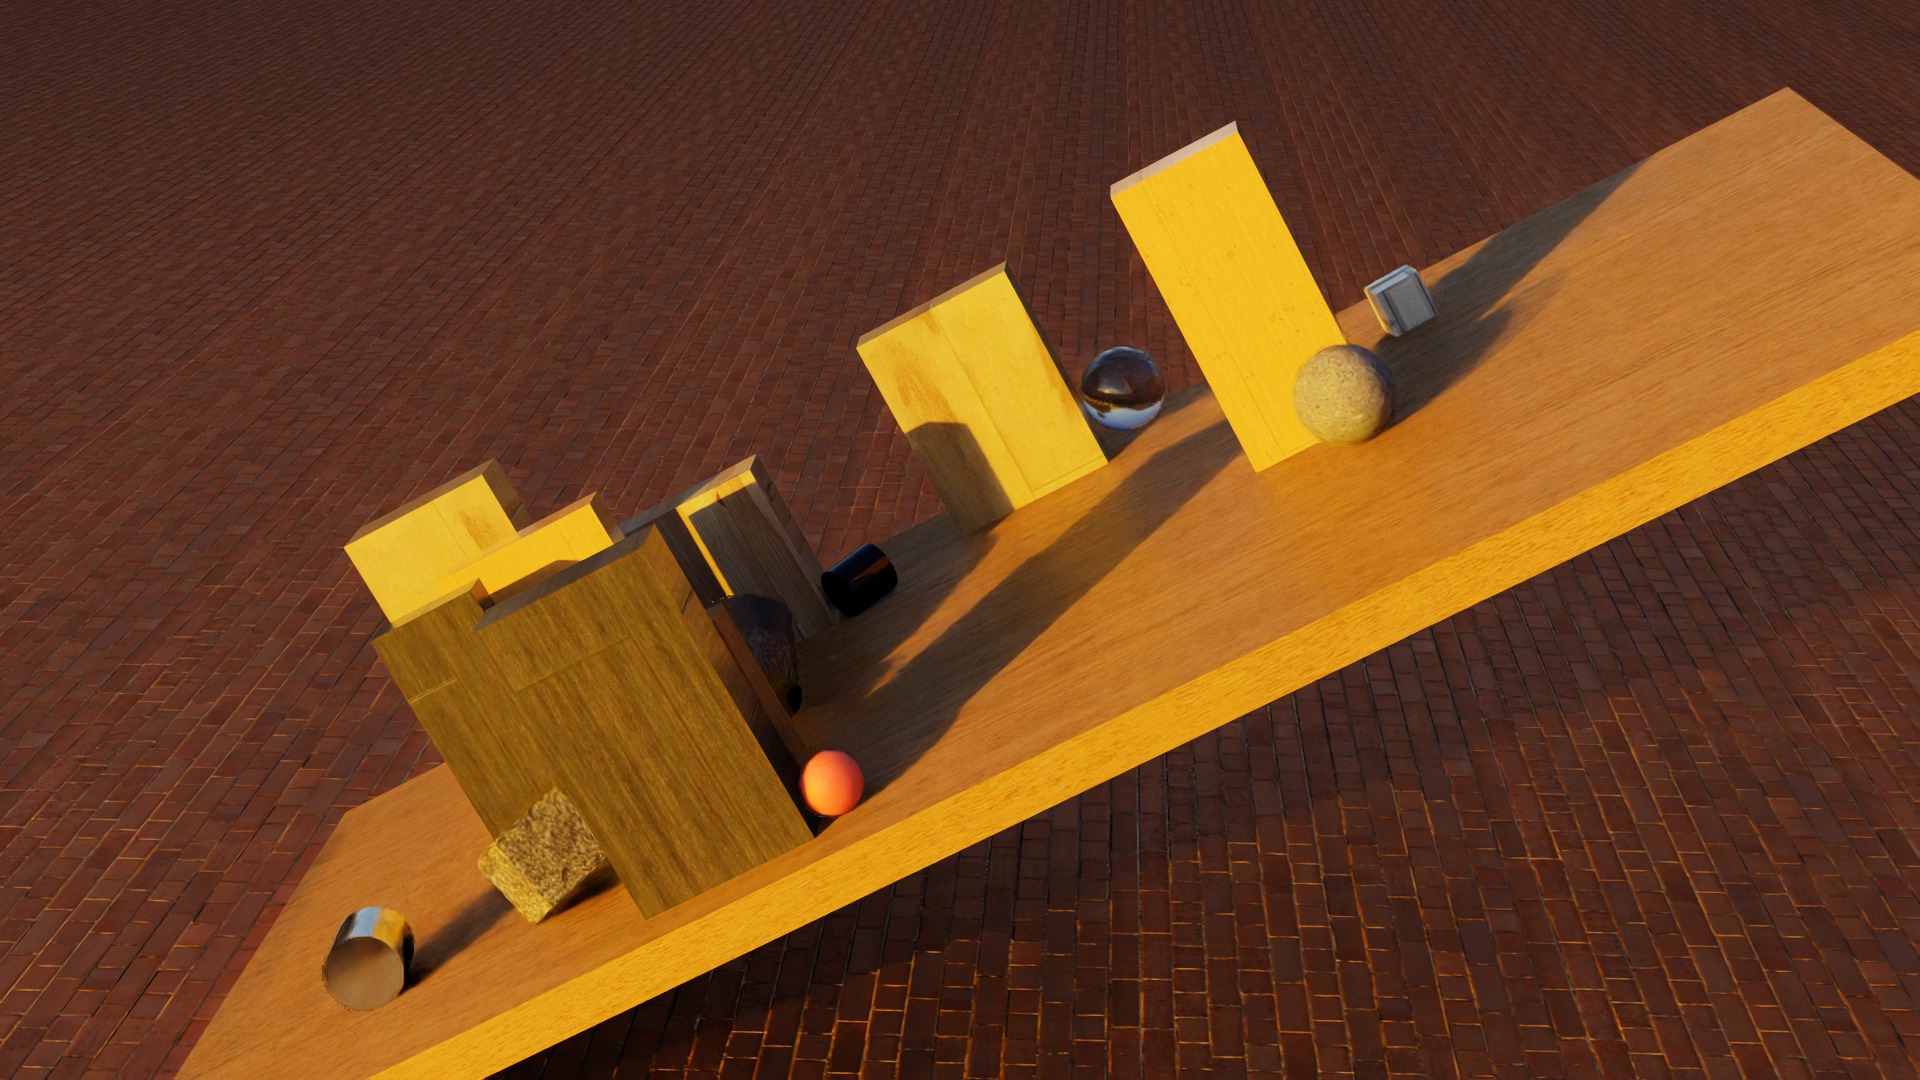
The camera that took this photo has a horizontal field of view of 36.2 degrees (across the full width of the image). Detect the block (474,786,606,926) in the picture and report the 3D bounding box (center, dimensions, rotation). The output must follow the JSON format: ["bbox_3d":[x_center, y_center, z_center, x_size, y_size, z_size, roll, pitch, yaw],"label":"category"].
[{"bbox_3d":[-0.830,0.631,5.871,0.174,0.174,0.174,-43,0,-29],"label":"block"}]

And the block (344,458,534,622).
[{"bbox_3d":[-1.025,0.229,6.623,0.361,0.739,0.140,-27,14,11],"label":"block"}]

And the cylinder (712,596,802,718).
[{"bbox_3d":[-0.453,0.266,6.295,0.210,0.210,0.210,-3,49,-9],"label":"cylinder"}]

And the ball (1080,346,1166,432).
[{"bbox_3d":[0.384,-0.356,6.938,0.200,0.200,0.200,0,18,0],"label":"ball"}]

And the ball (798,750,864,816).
[{"bbox_3d":[-0.243,0.458,5.552,0.124,0.124,0.124,0,18,0],"label":"ball"}]

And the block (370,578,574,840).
[{"bbox_3d":[-0.956,0.403,6.132,0.243,0.615,0.081,-27,14,11],"label":"block"}]

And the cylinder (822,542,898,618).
[{"bbox_3d":[-0.233,0.093,6.814,0.125,0.125,0.125,-37,35,-28],"label":"cylinder"}]

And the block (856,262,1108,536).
[{"bbox_3d":[0.056,-0.330,6.913,0.390,0.518,0.114,-27,14,11],"label":"block"}]

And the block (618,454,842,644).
[{"bbox_3d":[-0.556,0.086,6.870,0.407,0.418,0.136,-27,14,11],"label":"block"}]

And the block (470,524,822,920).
[{"bbox_3d":[-0.584,0.346,5.536,0.370,0.646,0.146,-27,14,11],"label":"block"}]

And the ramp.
[{"bbox_3d":[0.141,0.167,6.282,4.000,0.100,2.000,-27,14,11],"label":"ramp"}]

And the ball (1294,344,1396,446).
[{"bbox_3d":[0.785,-0.296,6.003,0.207,0.207,0.207,0,18,0],"label":"ball"}]

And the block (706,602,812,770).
[{"bbox_3d":[-0.500,0.386,5.681,0.318,0.428,0.108,-27,14,11],"label":"block"}]

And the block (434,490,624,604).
[{"bbox_3d":[-0.796,0.257,6.320,0.385,0.620,0.096,-27,14,11],"label":"block"}]

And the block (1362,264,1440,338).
[{"bbox_3d":[0.996,-0.541,6.645,0.110,0.110,0.110,-29,14,0],"label":"block"}]

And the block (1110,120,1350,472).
[{"bbox_3d":[0.599,-0.507,6.161,0.292,0.664,0.136,-27,14,11],"label":"block"}]

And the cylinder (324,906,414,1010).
[{"bbox_3d":[-1.200,0.850,5.983,0.160,0.160,0.160,-1,15,-3],"label":"cylinder"}]
